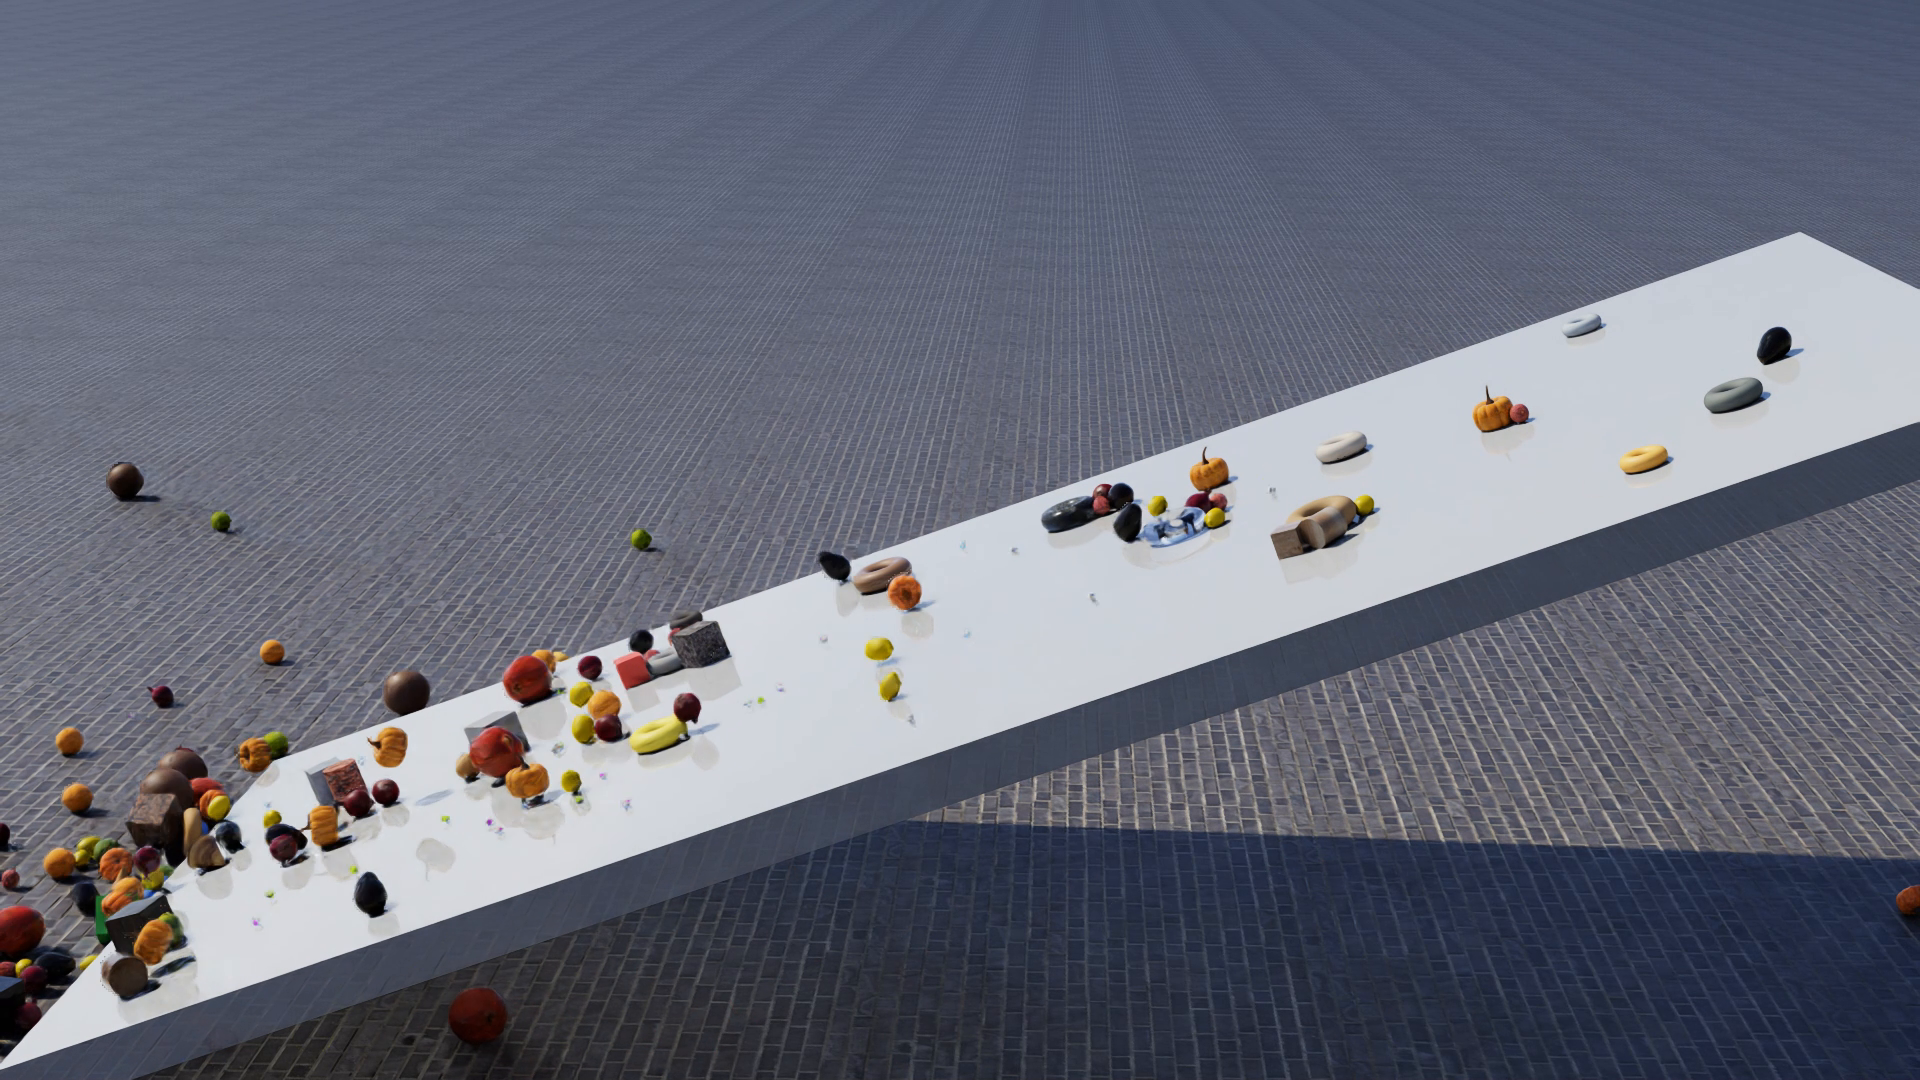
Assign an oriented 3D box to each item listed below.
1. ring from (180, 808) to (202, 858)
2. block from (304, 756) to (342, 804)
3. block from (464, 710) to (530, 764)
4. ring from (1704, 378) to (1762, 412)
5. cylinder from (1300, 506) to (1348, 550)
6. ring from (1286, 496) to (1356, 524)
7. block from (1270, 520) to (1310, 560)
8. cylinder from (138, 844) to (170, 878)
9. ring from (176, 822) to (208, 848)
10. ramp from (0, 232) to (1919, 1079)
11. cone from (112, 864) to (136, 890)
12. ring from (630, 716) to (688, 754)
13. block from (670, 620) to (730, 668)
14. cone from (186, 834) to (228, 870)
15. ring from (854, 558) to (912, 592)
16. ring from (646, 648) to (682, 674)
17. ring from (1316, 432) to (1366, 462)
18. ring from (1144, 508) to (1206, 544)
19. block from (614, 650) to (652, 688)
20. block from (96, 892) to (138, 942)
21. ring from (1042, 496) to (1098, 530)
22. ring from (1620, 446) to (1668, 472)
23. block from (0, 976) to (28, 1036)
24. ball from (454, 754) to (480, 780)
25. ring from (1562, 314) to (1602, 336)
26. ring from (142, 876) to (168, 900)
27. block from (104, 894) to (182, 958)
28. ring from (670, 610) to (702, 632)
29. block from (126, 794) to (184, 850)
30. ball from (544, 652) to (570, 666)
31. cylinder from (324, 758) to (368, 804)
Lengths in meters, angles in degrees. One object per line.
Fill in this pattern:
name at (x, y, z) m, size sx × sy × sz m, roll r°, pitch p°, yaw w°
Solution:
ring at (-1.835, 0.701, 7.024) m, size 0.041 × 0.124 × 0.124 m, roll 1°, pitch 12°, yaw -21°
block at (-1.460, 0.557, 6.808) m, size 0.077 × 0.077 × 0.077 m, roll -24°, pitch 12°, yaw -19°
block at (-1.036, 0.442, 6.577) m, size 0.090 × 0.090 × 0.090 m, roll -29°, pitch 14°, yaw -36°
ring at (1.496, -0.281, 5.691) m, size 0.115 × 0.038 × 0.115 m, roll -21°, pitch 10°, yaw 4°
cylinder at (0.715, -0.024, 5.776) m, size 0.065 × 0.065 × 0.065 m, roll -28°, pitch 27°, yaw -34°
ring at (0.722, -0.043, 5.890) m, size 0.149 × 0.050 × 0.149 m, roll -22°, pitch 14°, yaw 6°
block at (0.652, 0.000, 5.800) m, size 0.054 × 0.054 × 0.054 m, roll -15°, pitch 13°, yaw 26°
cylinder at (-1.891, 0.753, 6.901) m, size 0.060 × 0.060 × 0.060 m, roll -11°, pitch 14°, yaw 3°
ring at (-1.898, 0.711, 7.138) m, size 0.145 × 0.048 × 0.145 m, roll -1°, pitch 12°, yaw 0°
ramp at (0.113, 0.178, 6.299) m, size 4.000 × 0.100 × 2.000 m, roll -19°, pitch 11°, yaw 6°
cone at (-1.940, 0.778, 6.823) m, size 0.056 × 0.056 × 0.056 m, roll 0°, pitch 13°, yaw 0°
ring at (-0.630, 0.407, 6.152) m, size 0.127 × 0.042 × 0.127 m, roll -19°, pitch 12°, yaw 4°
block at (-0.599, 0.241, 6.780) m, size 0.082 × 0.082 × 0.082 m, roll -28°, pitch 14°, yaw -35°
cone at (-1.656, 0.709, 6.534) m, size 0.085 × 0.085 × 0.085 m, roll 20°, pitch 21°, yaw 31°
ring at (-0.181, 0.082, 6.891) m, size 0.144 × 0.048 × 0.144 m, roll -19°, pitch 12°, yaw 4°
ring at (-0.675, 0.280, 6.841) m, size 0.115 × 0.038 × 0.115 m, roll -18°, pitch 12°, yaw 4°
ring at (0.840, -0.205, 6.479) m, size 0.118 × 0.039 × 0.118 m, roll -20°, pitch 10°, yaw 4°
ring at (0.460, -0.030, 6.298) m, size 0.143 × 0.048 × 0.143 m, roll -18°, pitch 12°, yaw 4°
block at (-0.761, 0.301, 6.830) m, size 0.062 × 0.062 × 0.062 m, roll -22°, pitch 11°, yaw -10°
block at (-1.848, 0.829, 6.455) m, size 0.087 × 0.087 × 0.087 m, roll -2°, pitch -18°, yaw -11°
ring at (0.254, -0.062, 6.811) m, size 0.139 × 0.046 × 0.139 m, roll -20°, pitch 10°, yaw 4°
ring at (1.275, -0.151, 5.485) m, size 0.092 × 0.031 × 0.092 m, roll -18°, pitch 11°, yaw 4°
block at (-1.970, 0.948, 5.986) m, size 0.093 × 0.093 × 0.093 m, roll 4°, pitch 13°, yaw 19°
ball at (-1.084, 0.499, 6.477) m, size 0.056 × 0.056 × 0.056 m, roll 0°, pitch 13°, yaw 0°
ring at (1.444, -0.499, 6.832) m, size 0.094 × 0.031 × 0.094 m, roll -19°, pitch 12°, yaw 4°
ring at (-1.805, 0.804, 6.626) m, size 0.032 × 0.097 × 0.097 m, roll 7°, pitch 14°, yaw 19°
block at (-1.670, 0.794, 6.015) m, size 0.093 × 0.093 × 0.093 m, roll -15°, pitch 12°, yaw 23°
ring at (-0.675, 0.200, 7.249) m, size 0.087 × 0.029 × 0.087 m, roll -18°, pitch 12°, yaw 4°
block at (-1.924, 0.674, 7.044) m, size 0.094 × 0.094 × 0.094 m, roll 0°, pitch 43°, yaw 13°
ball at (-1.173, 0.368, 8.583) m, size 0.083 × 0.083 × 0.083 m, roll 0°, pitch 13°, yaw 0°
cylinder at (-1.410, 0.552, 6.744) m, size 0.077 × 0.077 × 0.077 m, roll -20°, pitch 11°, yaw 4°
